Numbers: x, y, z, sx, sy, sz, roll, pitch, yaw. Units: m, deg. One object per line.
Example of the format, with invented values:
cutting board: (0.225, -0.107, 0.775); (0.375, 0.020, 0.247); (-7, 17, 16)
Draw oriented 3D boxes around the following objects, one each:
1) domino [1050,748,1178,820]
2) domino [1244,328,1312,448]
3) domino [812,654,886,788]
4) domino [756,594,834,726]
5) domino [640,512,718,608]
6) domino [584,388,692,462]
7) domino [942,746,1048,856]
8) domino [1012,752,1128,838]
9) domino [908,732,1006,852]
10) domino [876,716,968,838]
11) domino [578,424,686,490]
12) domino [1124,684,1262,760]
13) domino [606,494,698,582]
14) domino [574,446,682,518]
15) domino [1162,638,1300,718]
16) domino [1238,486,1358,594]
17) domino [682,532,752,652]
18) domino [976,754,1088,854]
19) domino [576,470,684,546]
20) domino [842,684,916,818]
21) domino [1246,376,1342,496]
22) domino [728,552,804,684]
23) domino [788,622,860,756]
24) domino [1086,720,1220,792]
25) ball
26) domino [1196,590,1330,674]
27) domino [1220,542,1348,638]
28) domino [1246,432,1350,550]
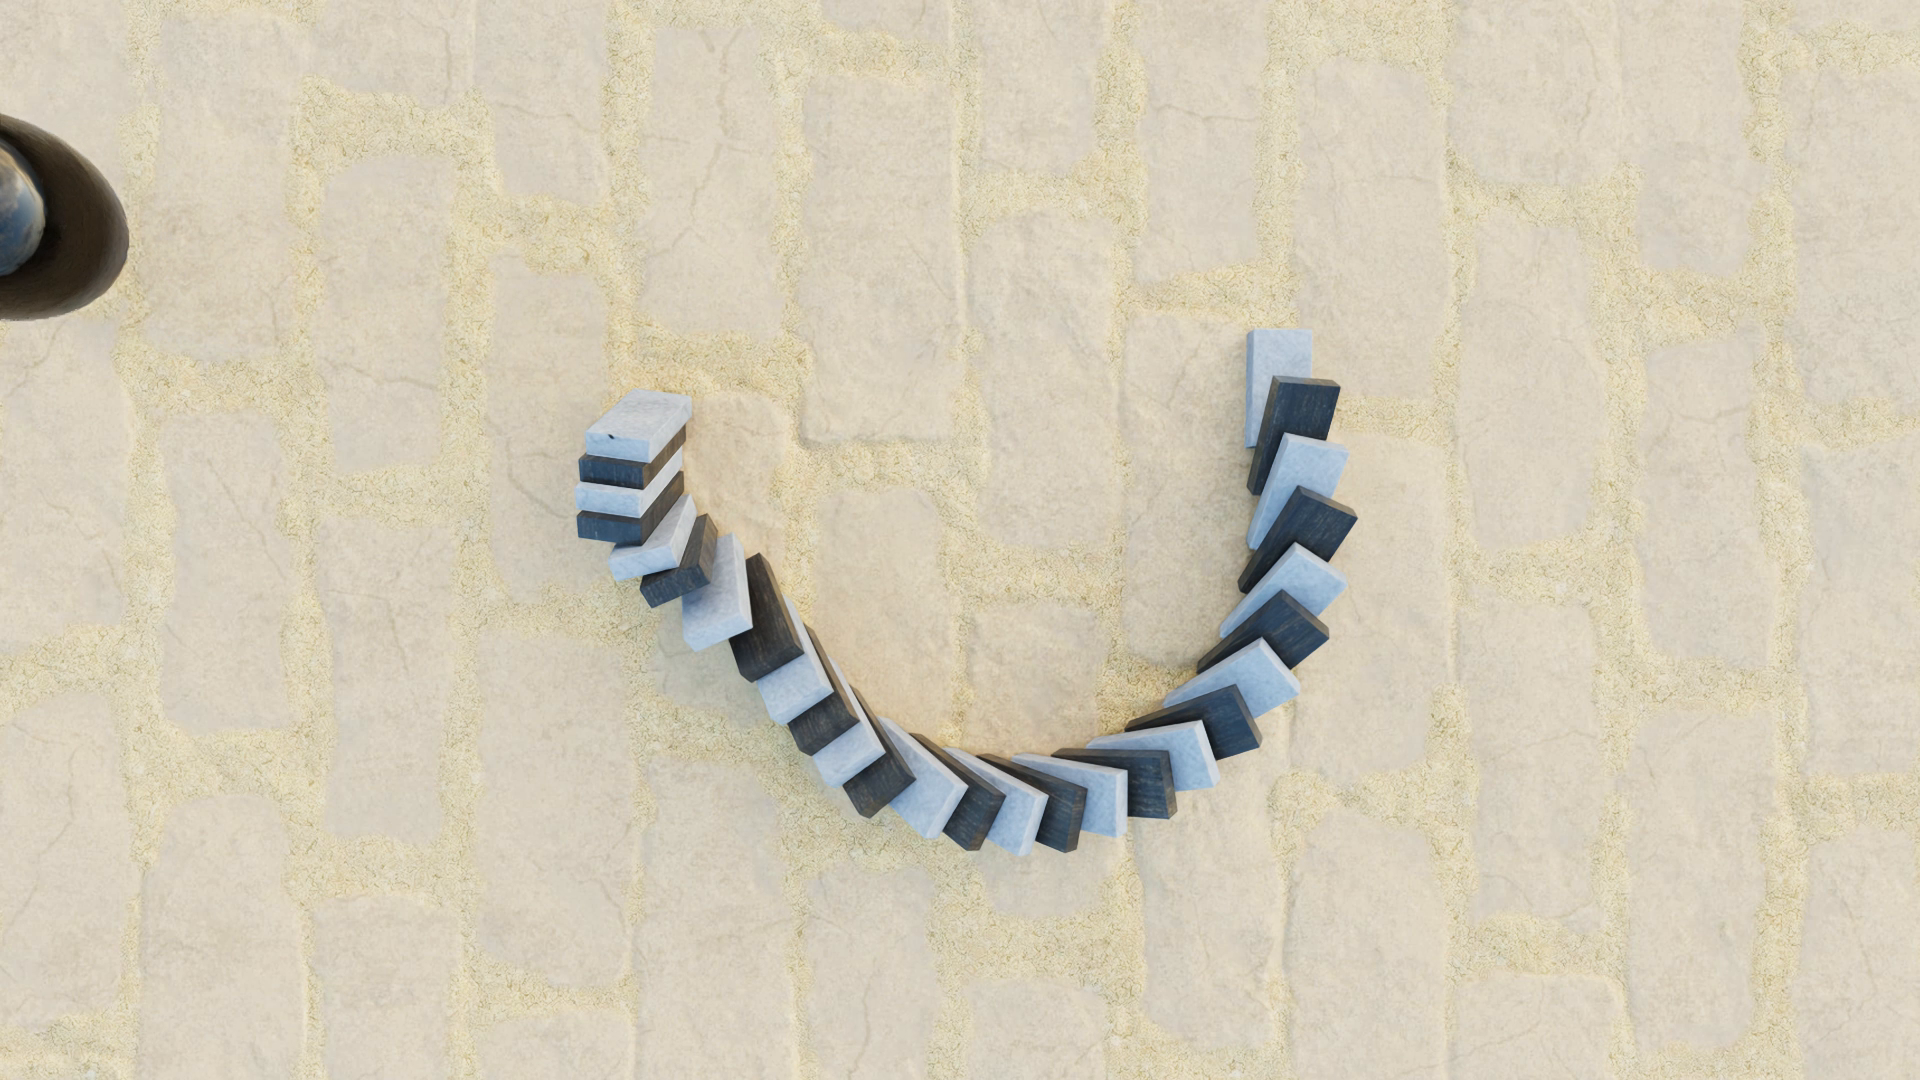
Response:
domino: (0.063, 0.101, 0.381); (0.050, 0.010, 0.025); (-8, 92, 35)
domino: (0.137, -0.065, 0.395); (0.025, 0.010, 0.050); (1, 90, 0)
domino: (-0.054, 0.075, 0.382); (0.025, 0.010, 0.050); (-37, 56, 1)
domino: (-0.074, 0.049, 0.381); (0.025, 0.009, 0.050); (-34, 56, 3)
domino: (-0.114, 0.007, 0.376); (0.025, 0.050, 0.009); (-23, 117, 0)
domino: (-0.131, -0.048, 0.376); (0.025, 0.050, 0.009); (8, 119, 0)
domino: (0.010, 0.108, 0.381); (0.050, 0.009, 0.025); (19, 92, 37)
domino: (0.045, 0.105, 0.381); (0.050, 0.010, 0.025); (0, 90, 37)
domino: (-0.007, 0.104, 0.381); (0.050, 0.010, 0.025); (28, 92, 36)
domino: (-0.022, 0.098, 0.381); (0.050, 0.009, 0.025); (33, 94, 36)
domino: (-0.133, -0.037, 0.376); (0.025, 0.050, 0.010); (8, 119, 0)
domino: (0.097, 0.081, 0.384); (0.050, 0.009, 0.025); (-27, 90, 28)
domino: (-0.125, -0.002, 0.376); (0.025, 0.050, 0.009); (-13, 117, 0)
domino: (-0.135, -0.026, 0.376); (0.025, 0.050, 0.010); (8, 119, 0)
domino: (0.113, 0.065, 0.384); (0.050, 0.010, 0.025); (-40, 90, 29)
domino: (0.141, 0.005, 0.384); (0.025, 0.010, 0.050); (23, 117, -2)
domino: (-0.101, 0.020, 0.378); (0.025, 0.050, 0.009); (-23, 134, 2)
domino: (0.027, 0.108, 0.381); (0.050, 0.009, 0.025); (10, 90, 37)
domino: (-0.134, -0.015, 0.376); (0.025, 0.050, 0.010); (8, 119, 0)
domino: (-0.042, 0.087, 0.382); (0.025, 0.010, 0.050); (-40, 56, 0)
domino: (0.139, -0.043, 0.384); (0.025, 0.010, 0.050); (4, 117, -1)
domino: (-0.085, 0.032, 0.382); (0.025, 0.009, 0.050); (-29, 56, 0)
domino: (-0.064, 0.062, 0.382); (0.025, 0.010, 0.050); (-36, 56, 2)
domino: (0.080, 0.092, 0.382); (0.050, 0.010, 0.025); (-18, 90, 33)
ball: (-0.380, -0.127, 0.360); (0.080, 0.080, 0.080); (0, 90, 0)
domino: (0.126, 0.046, 0.383); (0.025, 0.010, 0.050); (40, 120, -1)
domino: (0.135, 0.028, 0.384); (0.025, 0.009, 0.050); (33, 119, 0)
domino: (0.141, -0.018, 0.385); (0.025, 0.010, 0.050); (12, 117, 0)
